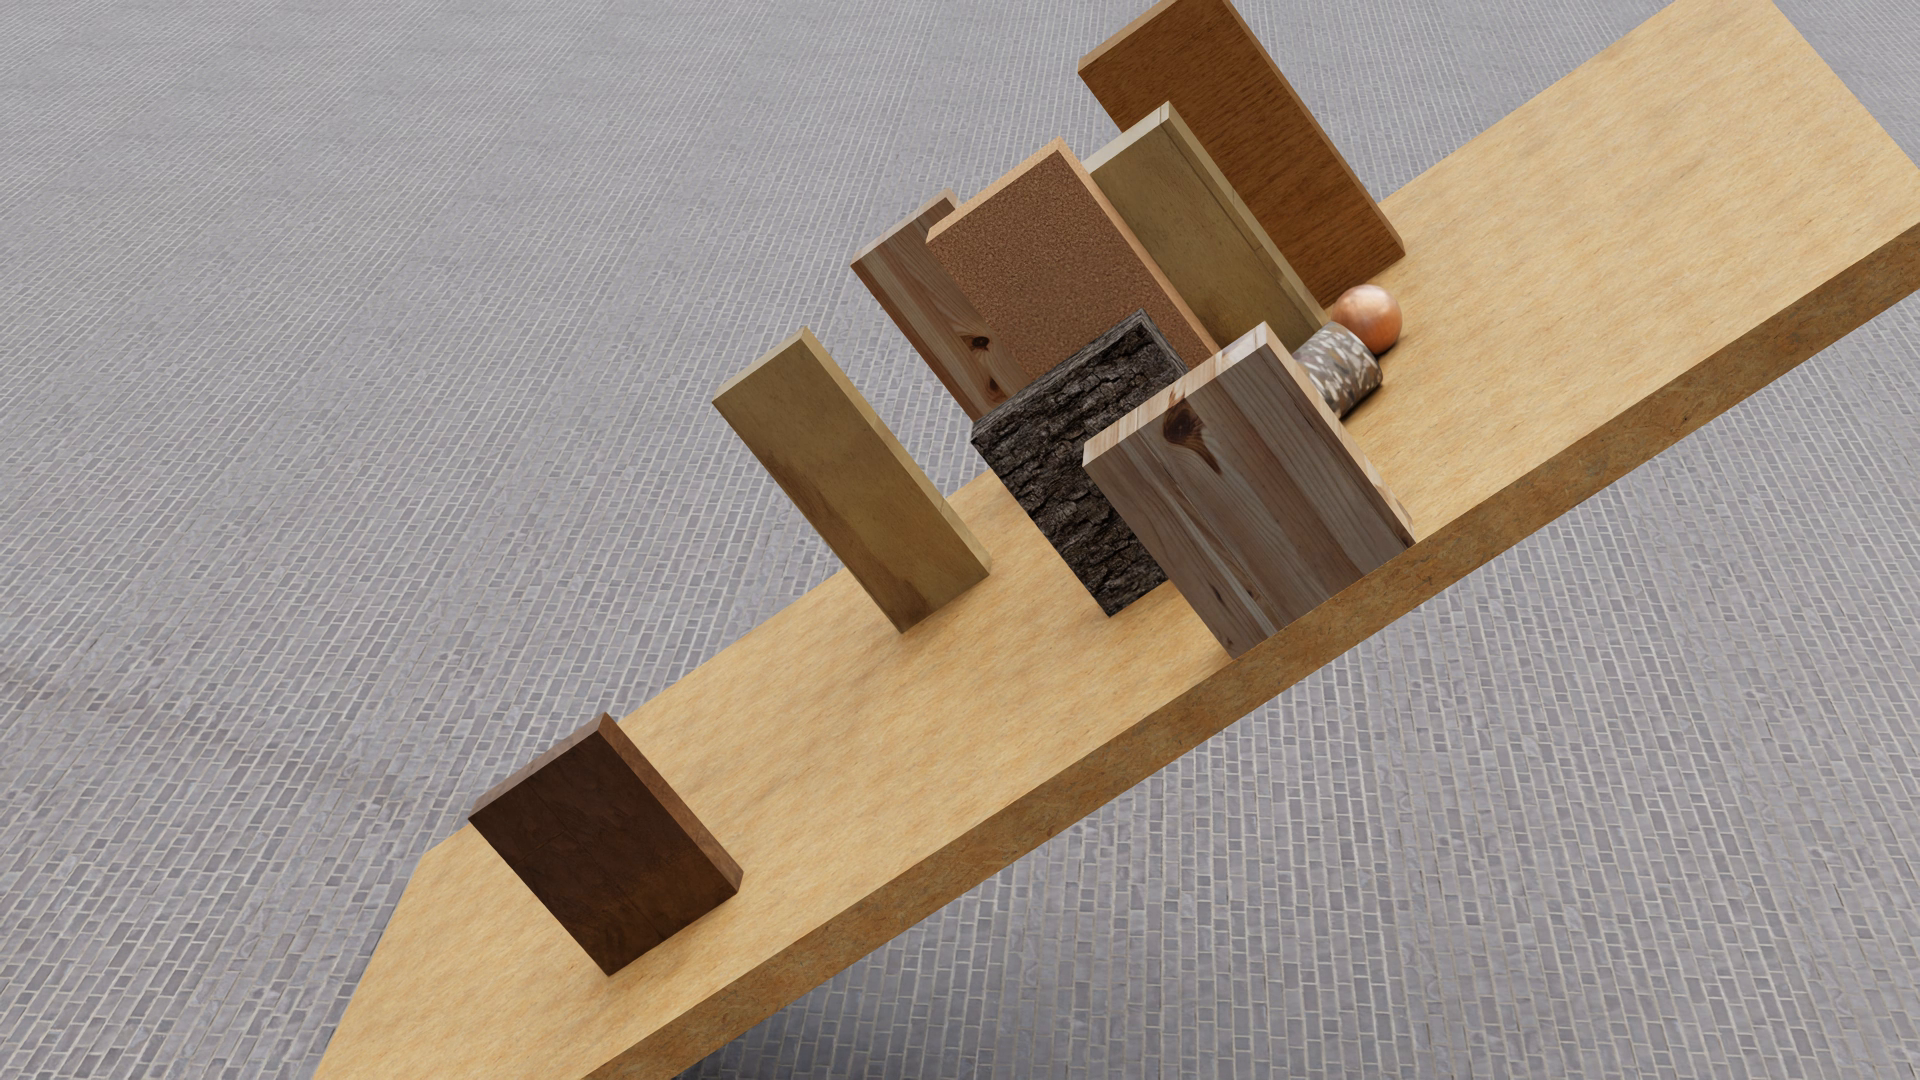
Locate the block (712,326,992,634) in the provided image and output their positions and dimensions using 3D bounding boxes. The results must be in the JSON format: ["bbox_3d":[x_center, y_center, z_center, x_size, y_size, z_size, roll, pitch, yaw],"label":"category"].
[{"bbox_3d":[-0.236,-0.130,6.546,0.252,0.685,0.093,-34,16,16],"label":"block"}]

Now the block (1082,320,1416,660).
[{"bbox_3d":[0.508,-0.083,5.166,0.388,0.453,0.119,-34,16,16],"label":"block"}]

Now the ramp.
[{"bbox_3d":[0.129,0.179,6.321,4.000,0.100,2.000,-34,16,16],"label":"ramp"}]

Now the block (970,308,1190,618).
[{"bbox_3d":[0.324,-0.148,5.754,0.409,0.459,0.104,-34,16,16],"label":"block"}]

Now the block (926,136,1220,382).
[{"bbox_3d":[0.297,-0.411,5.978,0.328,0.768,0.109,-34,16,16],"label":"block"}]

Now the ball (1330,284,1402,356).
[{"bbox_3d":[0.835,-0.451,6.038,0.148,0.148,0.148,0,22,0],"label":"ball"}]

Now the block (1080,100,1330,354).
[{"bbox_3d":[0.484,-0.524,6.062,0.346,0.667,0.143,-34,16,16],"label":"block"}]

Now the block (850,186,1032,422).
[{"bbox_3d":[0.059,-0.477,6.897,0.280,0.664,0.091,-34,16,16],"label":"block"}]

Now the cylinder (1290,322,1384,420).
[{"bbox_3d":[0.732,-0.324,5.886,0.162,0.162,0.162,-41,35,-10],"label":"cylinder"}]

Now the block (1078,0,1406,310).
[{"bbox_3d":[0.622,-0.843,6.482,0.343,0.756,0.119,-34,16,16],"label":"block"}]

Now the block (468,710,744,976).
[{"bbox_3d":[-0.716,0.619,5.962,0.344,0.447,0.088,-34,16,16],"label":"block"}]
